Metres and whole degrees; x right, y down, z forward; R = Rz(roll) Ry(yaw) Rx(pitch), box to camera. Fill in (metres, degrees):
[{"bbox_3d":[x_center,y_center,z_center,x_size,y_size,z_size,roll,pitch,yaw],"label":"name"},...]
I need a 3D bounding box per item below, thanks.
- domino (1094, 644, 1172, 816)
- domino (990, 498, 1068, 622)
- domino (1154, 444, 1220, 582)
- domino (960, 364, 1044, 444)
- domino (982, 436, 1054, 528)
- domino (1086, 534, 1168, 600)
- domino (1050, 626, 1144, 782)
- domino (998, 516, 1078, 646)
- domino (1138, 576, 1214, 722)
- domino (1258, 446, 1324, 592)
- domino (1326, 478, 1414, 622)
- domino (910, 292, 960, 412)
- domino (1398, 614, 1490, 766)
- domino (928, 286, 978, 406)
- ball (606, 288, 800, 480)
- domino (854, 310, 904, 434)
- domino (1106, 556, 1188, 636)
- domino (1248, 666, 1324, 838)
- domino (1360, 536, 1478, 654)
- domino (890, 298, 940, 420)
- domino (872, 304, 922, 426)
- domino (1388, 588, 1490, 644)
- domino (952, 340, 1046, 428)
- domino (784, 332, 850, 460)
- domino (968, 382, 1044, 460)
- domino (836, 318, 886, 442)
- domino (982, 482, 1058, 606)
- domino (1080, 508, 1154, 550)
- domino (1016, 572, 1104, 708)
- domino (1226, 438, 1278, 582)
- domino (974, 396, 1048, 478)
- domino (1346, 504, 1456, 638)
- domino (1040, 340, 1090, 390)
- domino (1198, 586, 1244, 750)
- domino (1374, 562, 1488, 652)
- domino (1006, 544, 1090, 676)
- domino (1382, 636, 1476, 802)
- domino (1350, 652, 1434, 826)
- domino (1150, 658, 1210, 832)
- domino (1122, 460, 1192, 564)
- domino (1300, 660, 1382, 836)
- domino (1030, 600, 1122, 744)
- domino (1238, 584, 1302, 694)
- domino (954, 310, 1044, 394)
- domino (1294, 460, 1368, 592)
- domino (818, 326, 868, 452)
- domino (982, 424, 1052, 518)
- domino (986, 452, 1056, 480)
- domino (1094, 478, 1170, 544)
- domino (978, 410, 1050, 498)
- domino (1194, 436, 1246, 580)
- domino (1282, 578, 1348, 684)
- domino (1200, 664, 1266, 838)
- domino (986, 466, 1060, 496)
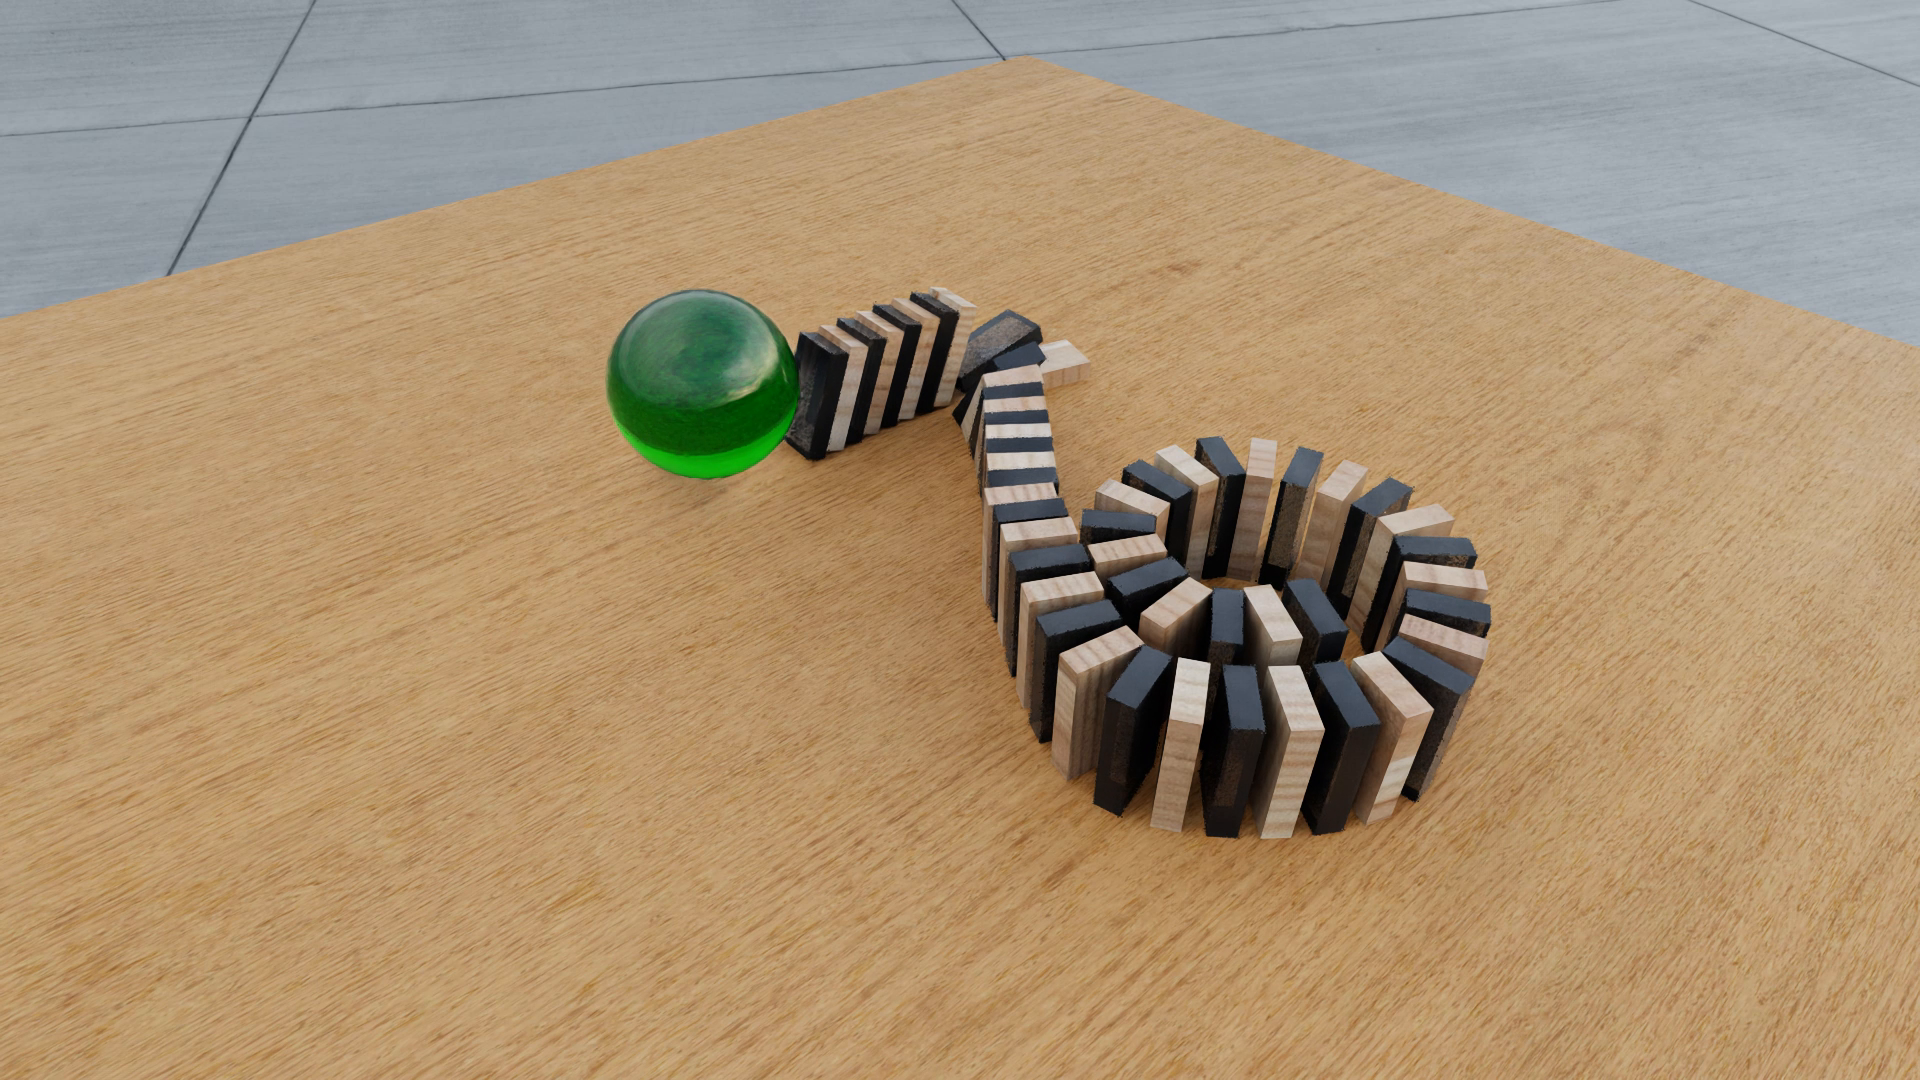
[{"bbox_3d":[0.053,0.059,0.339,0.009,0.050,0.025,22,44,25],"label":"domino"},{"bbox_3d":[0.025,0.008,0.401,0.025,0.050,0.009,-6,42,-8],"label":"domino"},{"bbox_3d":[0.084,-0.008,0.422,0.009,0.050,0.025,-21,44,-23],"label":"domino"},{"bbox_3d":[0.018,-0.060,0.486,0.025,0.050,0.009,-13,74,-15],"label":"domino"},{"bbox_3d":[0.022,-0.019,0.434,0.025,0.050,0.009,-2,50,-3],"label":"domino"},{"bbox_3d":[0.056,0.022,0.385,0.025,0.050,0.010,-9,40,-11],"label":"domino"},{"bbox_3d":[0.043,0.052,0.348,0.025,0.050,0.010,-20,43,-23],"label":"domino"},{"bbox_3d":[0.027,0.016,0.392,0.025,0.050,0.009,-6,40,-8],"label":"domino"},{"bbox_3d":[0.069,0.039,0.364,0.025,0.050,0.009,-32,49,-33],"label":"domino"},{"bbox_3d":[0.126,-0.008,0.421,0.010,0.050,0.025,19,43,21],"label":"domino"},{"bbox_3d":[0.150,0.004,0.407,0.025,0.050,0.010,-30,48,-31],"label":"domino"},{"bbox_3d":[-0.018,-0.088,0.519,0.009,0.050,0.025,-8,35,-42],"label":"domino"},{"bbox_3d":[0.148,0.049,0.352,0.025,0.050,0.010,19,43,22],"label":"domino"},{"bbox_3d":[-0.010,-0.092,0.523,0.009,0.050,0.025,-8,35,-42],"label":"domino"},{"bbox_3d":[-0.109,-0.066,0.468,0.080,0.080,0.080,0,39,0],"label":"ball"},{"bbox_3d":[-0.043,-0.077,0.505,0.009,0.050,0.025,-9,35,-43],"label":"domino"},{"bbox_3d":[0.061,0.031,0.374,0.025,0.050,0.010,-18,42,-20],"label":"domino"},{"bbox_3d":[0.097,0.065,0.333,0.010,0.050,0.025,-2,39,-2],"label":"domino"},{"bbox_3d":[0.160,0.021,0.385,0.025,0.050,0.009,1,39,2],"label":"domino"},{"bbox_3d":[-0.027,-0.085,0.515,0.010,0.050,0.025,-8,35,-43],"label":"domino"},{"bbox_3d":[-0.035,-0.081,0.510,0.010,0.050,0.025,-8,35,-43],"label":"domino"},{"bbox_3d":[0.154,0.040,0.363,0.025,0.050,0.010,13,41,15],"label":"domino"},{"bbox_3d":[0.017,-0.069,0.499,0.025,0.050,0.009,-28,81,-30],"label":"domino"},{"bbox_3d":[-0.066,-0.064,0.490,0.009,0.050,0.025,-8,35,-43],"label":"domino"},{"bbox_3d":[0.020,-0.051,0.475,0.025,0.050,0.009,-8,70,-9],"label":"domino"},{"bbox_3d":[-0.050,-0.072,0.500,0.010,0.050,0.025,-9,35,-43],"label":"domino"},{"bbox_3d":[0.022,0.002,0.409,0.025,0.050,0.009,-5,42,-7],"label":"domino"},{"bbox_3d":[0.055,0.013,0.396,0.025,0.050,0.009,6,40,7],"label":"domino"},{"bbox_3d":[0.033,0.034,0.370,0.025,0.050,0.010,-9,40,-11],"label":"domino"},{"bbox_3d":[0.113,-0.011,0.425,0.010,0.050,0.025,10,40,12],"label":"domino"},{"bbox_3d":[0.021,-0.043,0.465,0.025,0.050,0.010,-5,67,-6],"label":"domino"},{"bbox_3d":[0.158,0.012,0.397,0.025,0.050,0.009,-12,41,-15],"label":"domino"},{"bbox_3d":[0.037,-0.085,0.547,0.050,0.009,0.025,-16,42,-19],"label":"domino"},{"bbox_3d":[0.084,0.043,0.359,0.009,0.050,0.025,7,40,9],"label":"domino"},{"bbox_3d":[0.158,0.031,0.374,0.025,0.050,0.009,7,40,9],"label":"domino"},{"bbox_3d":[0.030,0.025,0.381,0.025,0.050,0.009,-7,40,-8],"label":"domino"},{"bbox_3d":[0.139,0.056,0.343,0.010,0.050,0.025,-32,49,-33],"label":"domino"},{"bbox_3d":[0.126,0.061,0.337,0.009,0.050,0.025,-13,41,-16],"label":"domino"},{"bbox_3d":[0.067,0.063,0.335,0.010,0.050,0.025,9,40,11],"label":"domino"},{"bbox_3d":[0.072,-0.003,0.415,0.009,0.050,0.025,-29,47,-31],"label":"domino"},{"bbox_3d":[0.112,0.064,0.334,0.009,0.050,0.025,-6,40,-8],"label":"domino"},{"bbox_3d":[0.037,0.043,0.358,0.025,0.050,0.009,-12,41,-14],"label":"domino"},{"bbox_3d":[0.098,0.042,0.360,0.010,0.050,0.025,-7,40,-8],"label":"domino"},{"bbox_3d":[0.013,-0.093,0.541,0.050,0.010,0.025,-36,47,-18],"label":"domino"},{"bbox_3d":[0.139,-0.003,0.415,0.010,0.050,0.025,25,46,28],"label":"domino"},{"bbox_3d":[-0.058,-0.068,0.495,0.009,0.050,0.025,-9,35,-43],"label":"domino"},{"bbox_3d":[0.022,-0.027,0.444,0.025,0.050,0.010,-2,56,-3],"label":"domino"},{"bbox_3d":[0.023,-0.011,0.425,0.025,0.050,0.009,-2,44,-3],"label":"domino"},{"bbox_3d":[0.061,0.004,0.407,0.025,0.050,0.009,25,46,28],"label":"domino"},{"bbox_3d":[0.022,-0.035,0.454,0.025,0.050,0.009,-3,62,-4],"label":"domino"},{"bbox_3d":[0.098,-0.012,0.426,0.010,0.050,0.025,-7,40,-9],"label":"domino"},{"bbox_3d":[0.113,0.040,0.363,0.010,0.050,0.025,-7,40,-9],"label":"domino"},{"bbox_3d":[0.082,0.064,0.333,0.009,0.050,0.025,3,39,4],"label":"domino"},{"bbox_3d":[0.023,-0.004,0.417,0.025,0.050,0.009,-4,42,-5],"label":"domino"}]
